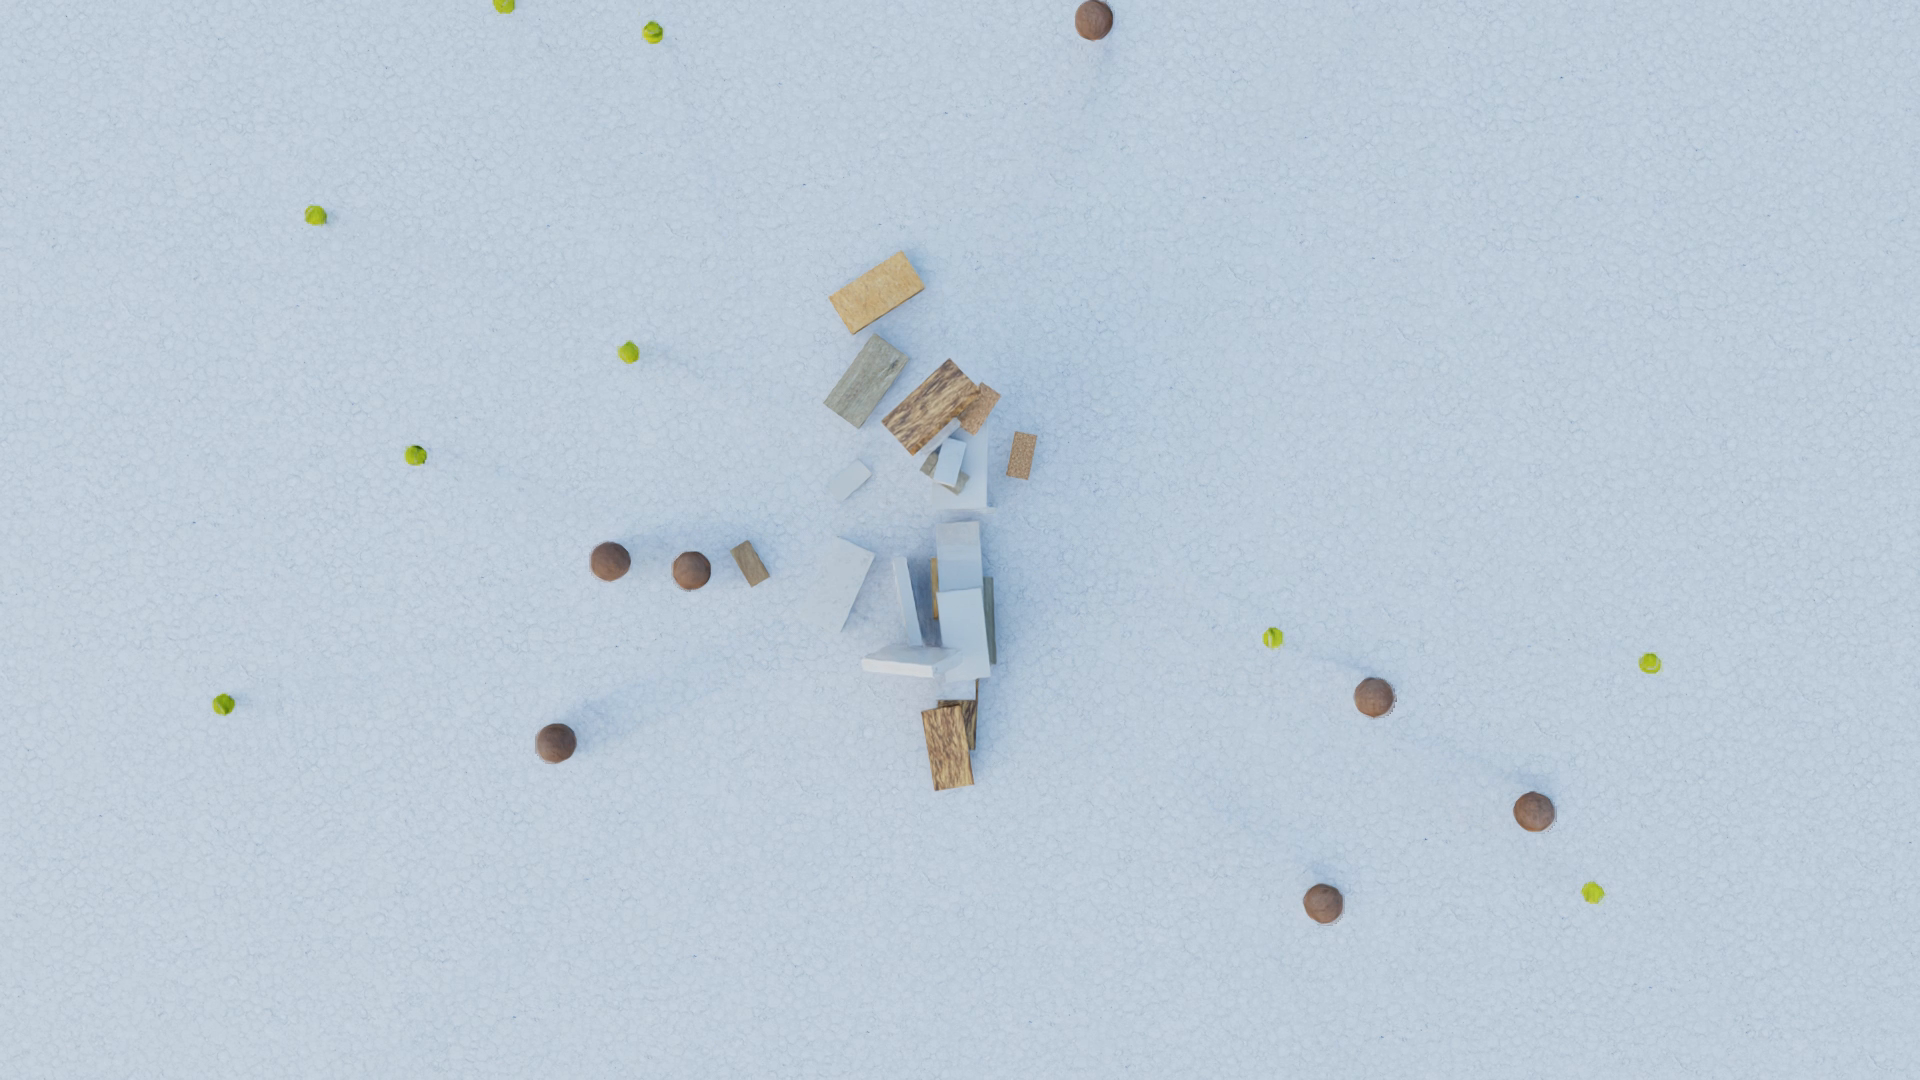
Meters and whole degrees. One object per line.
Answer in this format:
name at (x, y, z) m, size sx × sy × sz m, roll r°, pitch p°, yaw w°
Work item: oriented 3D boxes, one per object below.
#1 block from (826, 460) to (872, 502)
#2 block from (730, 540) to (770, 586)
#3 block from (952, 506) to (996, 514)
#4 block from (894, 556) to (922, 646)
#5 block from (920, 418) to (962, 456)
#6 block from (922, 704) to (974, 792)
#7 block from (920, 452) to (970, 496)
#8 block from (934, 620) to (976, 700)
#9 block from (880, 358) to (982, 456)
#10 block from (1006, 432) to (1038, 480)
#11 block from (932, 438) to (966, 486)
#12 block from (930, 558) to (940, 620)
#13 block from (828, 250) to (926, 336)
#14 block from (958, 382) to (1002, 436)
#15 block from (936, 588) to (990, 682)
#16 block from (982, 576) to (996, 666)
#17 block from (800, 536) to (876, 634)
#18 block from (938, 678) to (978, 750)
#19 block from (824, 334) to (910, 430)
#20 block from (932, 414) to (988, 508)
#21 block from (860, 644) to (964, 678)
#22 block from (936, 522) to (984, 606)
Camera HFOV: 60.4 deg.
block at (-0.368, -0.197, 5.490) m, size 0.143 × 0.020 × 0.072 m, roll -42°, pitch 90°, yaw 0°
block at (-0.699, 0.078, 5.490) m, size 0.072 × 0.020 × 0.143 m, roll -31°, pitch 90°, yaw 0°
block at (0.048, -0.106, 5.464) m, size 0.142 × 0.071 × 0.020 m, roll 6°, pitch 96°, yaw 0°
block at (-0.170, 0.199, 5.427) m, size 0.041 × 0.146 × 0.292 m, roll -11°, pitch 90°, yaw -1°
block at (-0.076, -0.334, 5.088) m, size 0.151 × 0.021 × 0.075 m, roll -44°, pitch 64°, yaw 0°
block at (-0.040, 0.684, 5.443) m, size 0.133 × 0.038 × 0.266 m, roll -10°, pitch 92°, yaw 0°
block at (-0.047, -0.206, 5.103) m, size 0.143 × 0.020 × 0.072 m, roll 34°, pitch 90°, yaw 0°
block at (-0.016, 0.395, 5.450) m, size 0.133 × 0.038 × 0.266 m, roll 0°, pitch 76°, yaw 0°
block at (-0.089, -0.410, 5.084) m, size 0.290 × 0.041 × 0.145 m, roll -43°, pitch 64°, yaw 1°
block at (0.205, -0.281, 5.489) m, size 0.075 × 0.021 × 0.150 m, roll 11°, pitch 90°, yaw 0°
block at (-0.033, -0.241, 5.083) m, size 0.071 × 0.020 × 0.142 m, roll 15°, pitch 76°, yaw -5°
block at (-0.081, 0.161, 5.446) m, size 0.020 × 0.071 × 0.196 m, roll -3°, pitch 79°, yaw 1°
block at (-0.276, -0.821, 5.479) m, size 0.290 × 0.041 × 0.145 m, roll -33°, pitch 90°, yaw 0°
block at (0.056, -0.405, 5.103) m, size 0.075 × 0.021 × 0.150 m, roll 33°, pitch 90°, yaw 0°
block at (0.012, 0.308, 5.366) m, size 0.145 × 0.041 × 0.290 m, roll -6°, pitch 89°, yaw -1°
block at (0.042, 0.269, 5.440) m, size 0.145 × 0.041 × 0.290 m, roll -2°, pitch 76°, yaw 0°
block at (-0.406, 0.149, 5.479) m, size 0.146 × 0.041 × 0.293 m, roll 24°, pitch 90°, yaw 0°
block at (-0.009, 0.560, 5.481) m, size 0.133 × 0.038 × 0.266 m, roll 3°, pitch 90°, yaw 0°
block at (-0.310, -0.527, 5.479) m, size 0.145 × 0.041 × 0.290 m, roll 36°, pitch 90°, yaw 0°
block at (-0.001, -0.267, 5.137) m, size 0.168 × 0.048 × 0.337 m, roll 1°, pitch 90°, yaw 0°
block at (-0.155, 0.390, 5.336) m, size 0.319 × 0.146 × 0.041 m, roll 2°, pitch 108°, yaw 43°
block at (-0.001, 0.087, 5.444) m, size 0.145 × 0.041 × 0.290 m, roll -3°, pitch 76°, yaw -1°
